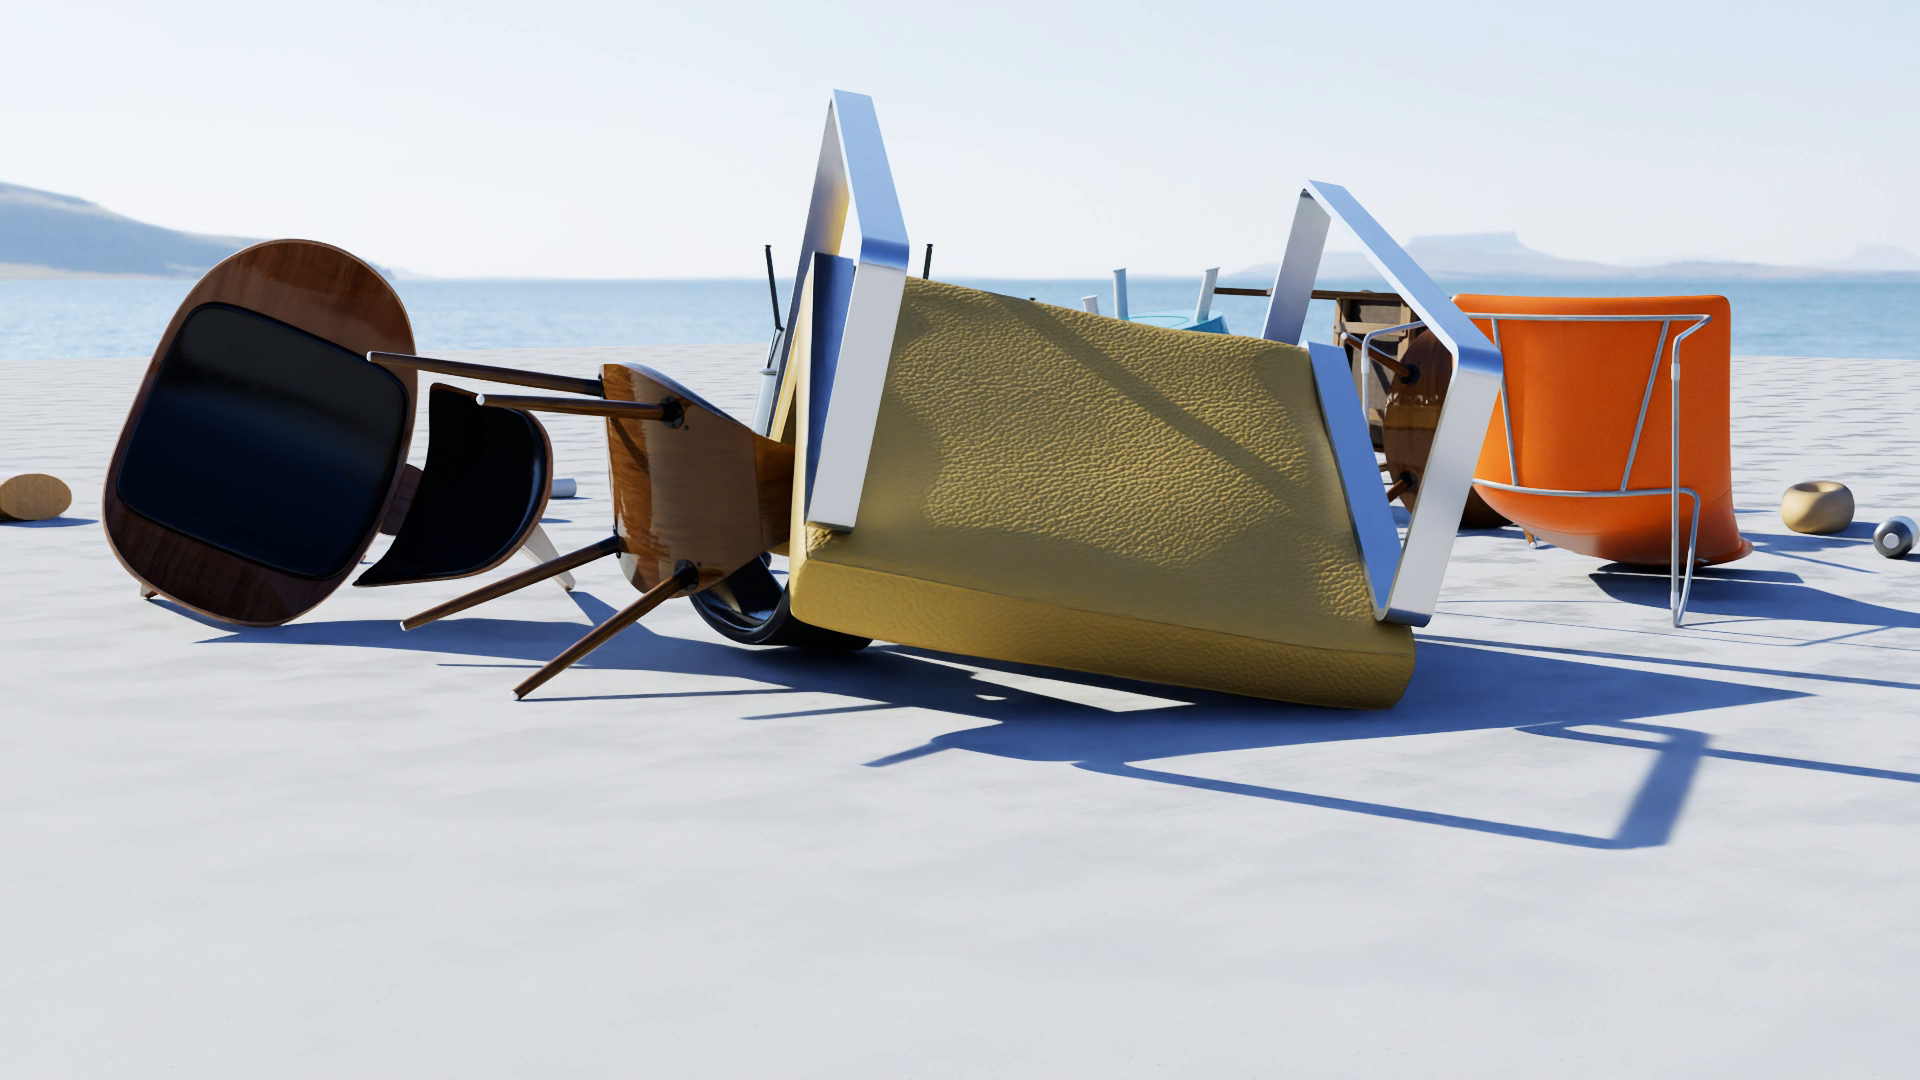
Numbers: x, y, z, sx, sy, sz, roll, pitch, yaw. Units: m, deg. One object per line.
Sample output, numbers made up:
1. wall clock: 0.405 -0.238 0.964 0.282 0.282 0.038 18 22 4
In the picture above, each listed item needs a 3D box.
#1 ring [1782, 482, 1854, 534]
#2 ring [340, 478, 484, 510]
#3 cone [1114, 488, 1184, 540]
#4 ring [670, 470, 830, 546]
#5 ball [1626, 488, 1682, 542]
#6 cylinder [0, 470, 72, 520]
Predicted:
1. ring: 2.249 -0.086 6.726 0.184 0.108 0.483 0 6 20
2. ring: -1.566 -0.132 7.342 0.407 0.075 0.349 -2 6 -11
3. cone: 0.494 -0.037 6.455 0.188 0.094 0.181 -16 -35 -11
4. ring: -0.527 -0.082 6.433 0.404 0.163 0.478 -1 5 -3
5. ball: 1.719 -0.062 6.350 0.136 0.136 0.136 0 6 0
6. cylinder: -2.553 -0.120 6.945 0.144 0.128 0.252 4 2 30
